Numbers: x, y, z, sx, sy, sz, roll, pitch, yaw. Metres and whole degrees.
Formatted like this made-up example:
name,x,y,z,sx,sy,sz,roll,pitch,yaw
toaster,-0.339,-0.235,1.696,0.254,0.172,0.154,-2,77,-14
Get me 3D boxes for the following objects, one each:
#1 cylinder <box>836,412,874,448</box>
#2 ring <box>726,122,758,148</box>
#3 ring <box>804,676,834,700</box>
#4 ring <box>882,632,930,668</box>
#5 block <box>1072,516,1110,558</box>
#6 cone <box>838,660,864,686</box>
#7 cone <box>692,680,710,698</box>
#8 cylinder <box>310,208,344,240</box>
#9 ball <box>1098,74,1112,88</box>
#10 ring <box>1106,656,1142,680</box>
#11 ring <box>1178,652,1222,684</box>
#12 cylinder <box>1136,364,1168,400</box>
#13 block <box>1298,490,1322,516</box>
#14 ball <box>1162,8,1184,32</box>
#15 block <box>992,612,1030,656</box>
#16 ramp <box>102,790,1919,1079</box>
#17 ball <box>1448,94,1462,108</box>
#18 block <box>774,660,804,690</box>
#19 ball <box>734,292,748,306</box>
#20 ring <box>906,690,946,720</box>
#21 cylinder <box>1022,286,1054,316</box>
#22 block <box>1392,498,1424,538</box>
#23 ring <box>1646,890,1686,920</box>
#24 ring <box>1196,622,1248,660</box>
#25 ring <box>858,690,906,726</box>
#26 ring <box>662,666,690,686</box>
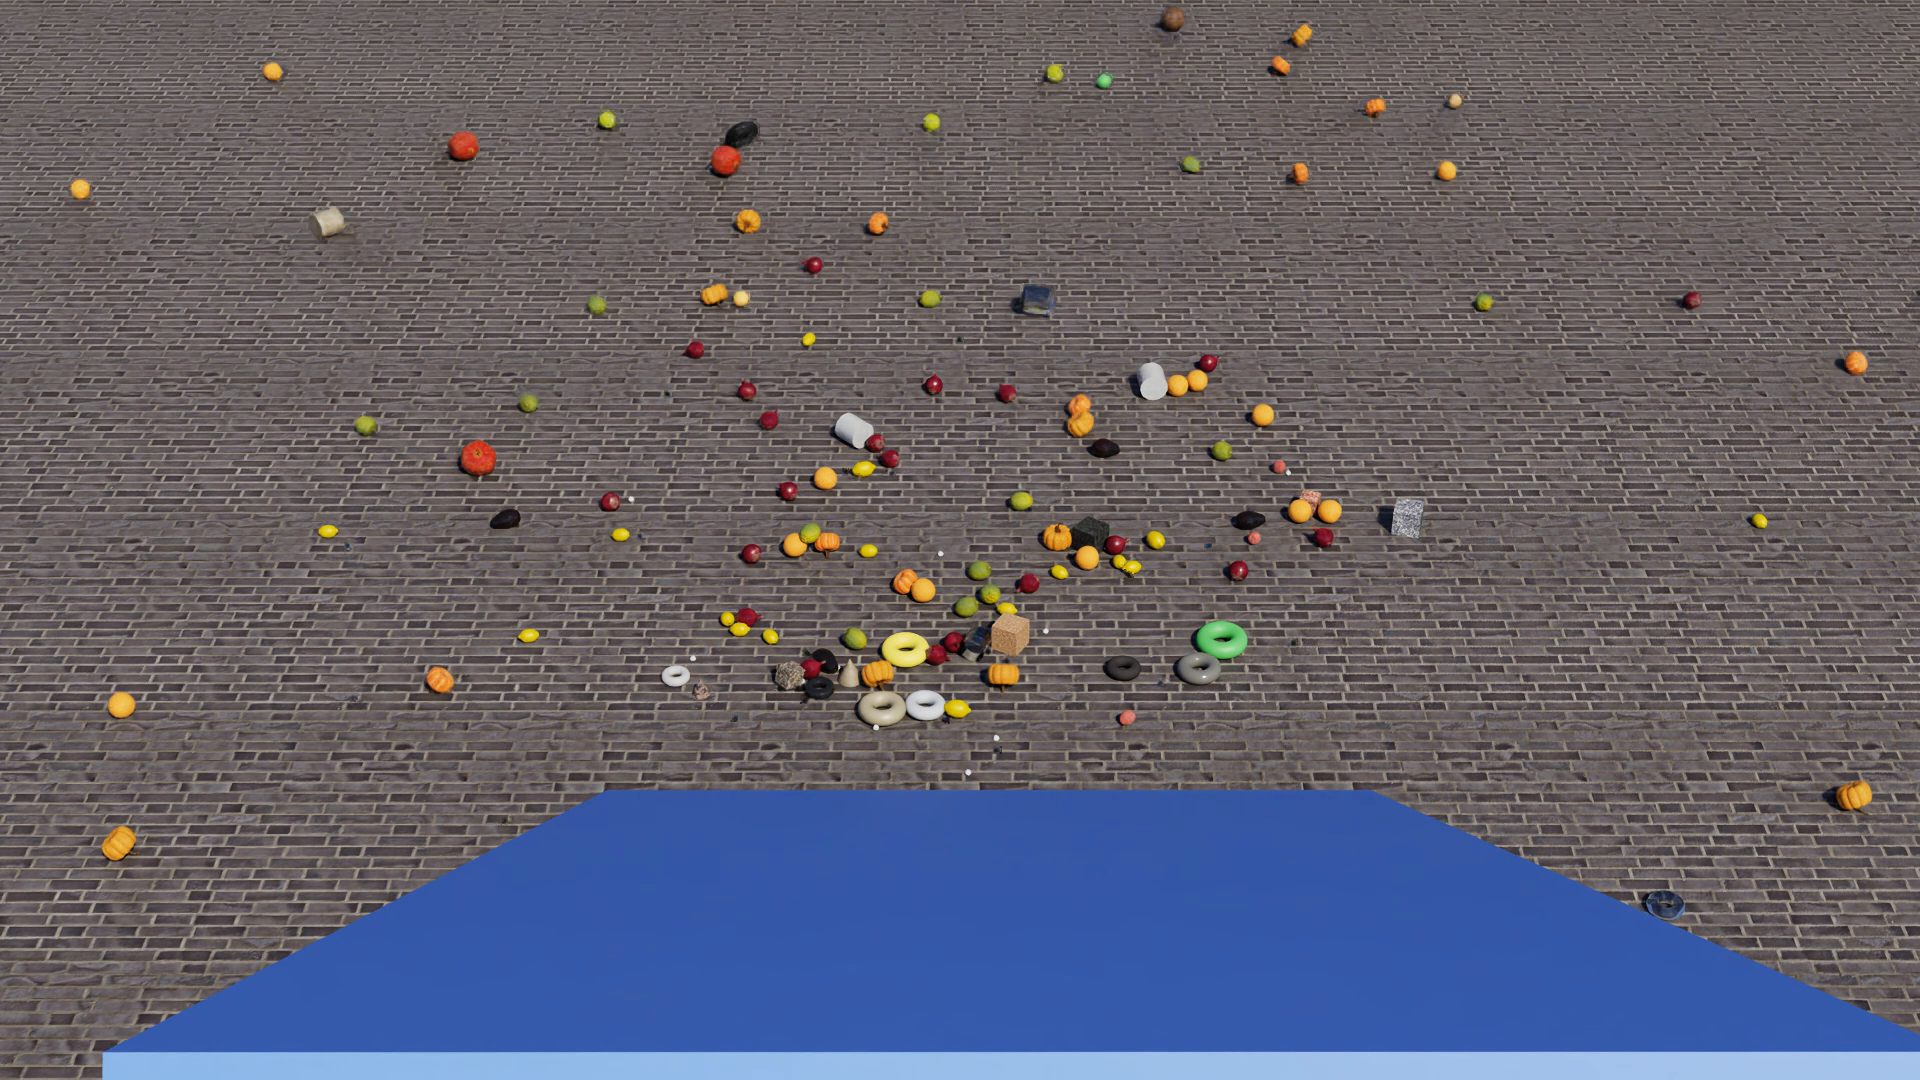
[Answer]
name,x,y,z,sx,sy,sz,roll,pitch,yaw
cylinder,-0.340,-0.352,8.352,0.088,0.088,0.088,-27,42,-34
ring,-0.854,-1.585,10.143,0.139,0.139,0.046,-20,71,-27
ring,-0.394,0.415,7.272,0.086,0.029,0.086,1,34,-1
ring,-0.156,0.313,7.407,0.137,0.046,0.137,1,35,-1
block,0.396,-0.009,7.853,0.079,0.079,0.079,23,40,30
cone,-0.310,0.362,7.308,0.074,0.074,0.074,0,34,0
cone,-0.726,0.408,7.260,0.052,0.052,0.052,0,34,0
cylinder,-2.328,-1.164,9.546,0.093,0.093,0.093,-26,42,-33
ball,0.590,-1.877,10.631,0.058,0.058,0.058,0,34,0
ring,0.463,0.362,7.345,0.100,0.033,0.100,1,33,0
ring,0.676,0.363,7.336,0.126,0.042,0.126,-1,35,1
cylinder,0.637,-0.526,8.606,0.091,0.091,0.091,-4,28,-6
block,1.081,-0.114,8.028,0.055,0.055,0.055,12,36,17
ball,0.912,-2.228,11.112,0.100,0.100,0.100,0,34,0
block,0.145,0.270,7.439,0.080,0.080,0.080,17,38,23
ramp,0.075,0.653,4.796,2.000,0.100,4.000,0,-1,0
ball,1.996,-1.772,10.475,0.058,0.058,0.058,0,34,0
block,-0.478,0.380,7.287,0.055,0.055,0.055,-9,32,-42
ball,-0.769,-0.846,9.111,0.055,0.055,0.055,0,34,0
ring,-0.096,0.458,7.197,0.117,0.039,0.117,3,33,-2
cylinder,0.272,-0.837,9.059,0.098,0.098,0.098,6,35,12
block,1.370,-0.068,7.936,0.083,0.083,0.083,9,35,13
ring,1.774,0.918,6.525,0.095,0.032,0.095,-1,35,1
ring,0.750,0.287,7.442,0.149,0.050,0.149,-1,35,1
ring,-0.215,0.466,7.181,0.136,0.045,0.136,0,33,0
ring,-0.801,0.384,7.319,0.081,0.027,0.081,1,35,-1
